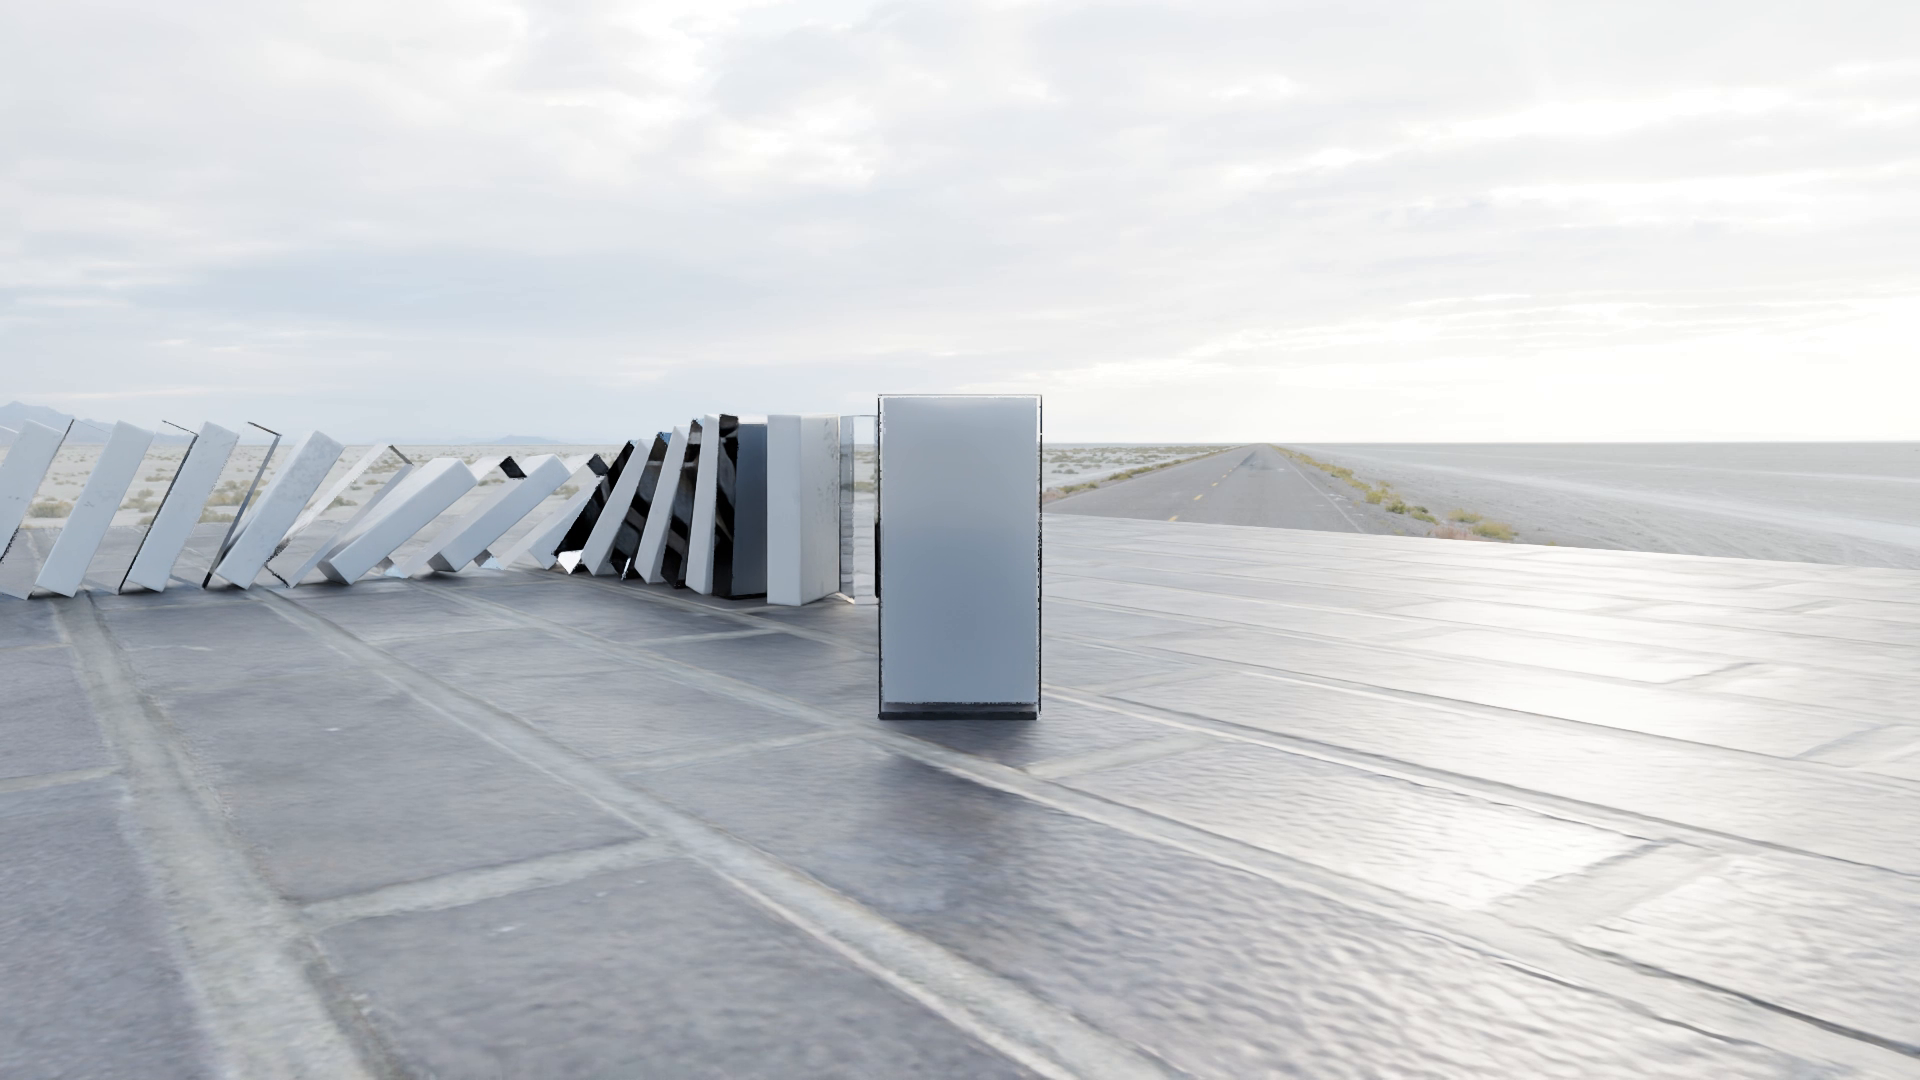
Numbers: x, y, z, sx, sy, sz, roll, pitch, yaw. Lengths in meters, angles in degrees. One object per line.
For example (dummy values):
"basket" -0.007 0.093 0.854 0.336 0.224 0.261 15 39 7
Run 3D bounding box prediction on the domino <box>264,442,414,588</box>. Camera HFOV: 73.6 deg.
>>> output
"domino" -0.191 -0.008 0.393 0.010 0.050 0.025 48 -19 -27

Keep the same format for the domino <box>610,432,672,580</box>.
"domino" -0.089 -0.011 0.401 0.025 0.050 0.010 -4 42 -45

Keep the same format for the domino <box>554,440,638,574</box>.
"domino" -0.111 -0.011 0.425 0.009 0.050 0.025 46 22 17

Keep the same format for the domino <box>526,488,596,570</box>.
"domino" -0.125 -0.011 0.442 0.050 0.010 0.025 -43 10 -6

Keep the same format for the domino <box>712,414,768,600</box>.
"domino" -0.055 -0.010 0.357 0.025 0.050 0.010 -4 12 -43

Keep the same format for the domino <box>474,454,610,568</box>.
"domino" -0.146 -0.010 0.443 0.025 0.010 0.050 1 41 52

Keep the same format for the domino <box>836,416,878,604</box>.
"domino" -0.027 -0.009 0.352 0.010 0.050 0.025 -1 4 -17

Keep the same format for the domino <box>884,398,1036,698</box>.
"domino" 0.000 0.001 0.218 0.025 0.050 0.010 0 4 0

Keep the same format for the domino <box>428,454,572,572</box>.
"domino" -0.156 -0.009 0.431 0.025 0.009 0.050 1 41 51

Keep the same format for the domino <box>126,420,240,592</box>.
"domino" -0.230 -0.011 0.380 0.010 0.050 0.025 27 -11 -32

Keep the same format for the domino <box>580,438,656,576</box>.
"domino" -0.100 -0.011 0.413 0.025 0.050 0.010 -5 47 -51

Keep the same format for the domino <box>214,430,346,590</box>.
"domino" -0.207 -0.010 0.388 0.009 0.050 0.025 37 -16 -30

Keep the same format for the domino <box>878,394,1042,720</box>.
"domino" 0.000 0.002 0.201 0.025 0.050 0.010 0 4 0

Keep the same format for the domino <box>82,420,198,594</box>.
"domino" -0.239 -0.010 0.374 0.010 0.050 0.025 27 -11 -32

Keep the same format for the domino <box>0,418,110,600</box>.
"domino" -0.256 -0.009 0.362 0.010 0.050 0.025 27 -11 -32

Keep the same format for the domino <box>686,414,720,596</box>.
"domino" -0.063 -0.010 0.367 0.025 0.050 0.010 -4 19 -43

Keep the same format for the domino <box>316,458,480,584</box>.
"domino" -0.179 -0.007 0.406 0.025 0.010 0.050 5 44 49

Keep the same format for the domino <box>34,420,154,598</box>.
"domino" -0.247 -0.010 0.367 0.010 0.050 0.025 27 -11 -32

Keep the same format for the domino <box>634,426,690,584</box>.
"domino" -0.080 -0.011 0.390 0.025 0.050 0.010 -4 36 -43

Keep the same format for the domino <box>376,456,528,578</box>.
"domino" -0.168 -0.008 0.419 0.025 0.010 0.050 2 42 50

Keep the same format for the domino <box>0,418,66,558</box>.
"domino" -0.265 -0.009 0.356 0.010 0.050 0.025 27 -11 -32

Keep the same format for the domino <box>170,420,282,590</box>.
"domino" -0.221 -0.011 0.385 0.010 0.050 0.025 28 -11 -32

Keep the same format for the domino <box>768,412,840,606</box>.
"domino" -0.042 -0.009 0.346 0.010 0.050 0.025 3 8 18

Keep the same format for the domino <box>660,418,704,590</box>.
"domino" -0.071 -0.011 0.379 0.025 0.050 0.010 -4 29 -43

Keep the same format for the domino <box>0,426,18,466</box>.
"domino" -0.274 -0.008 0.351 0.009 0.050 0.025 27 -11 -32

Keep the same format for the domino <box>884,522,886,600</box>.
"domino" -0.010 -0.009 0.355 0.010 0.050 0.025 3 5 34
